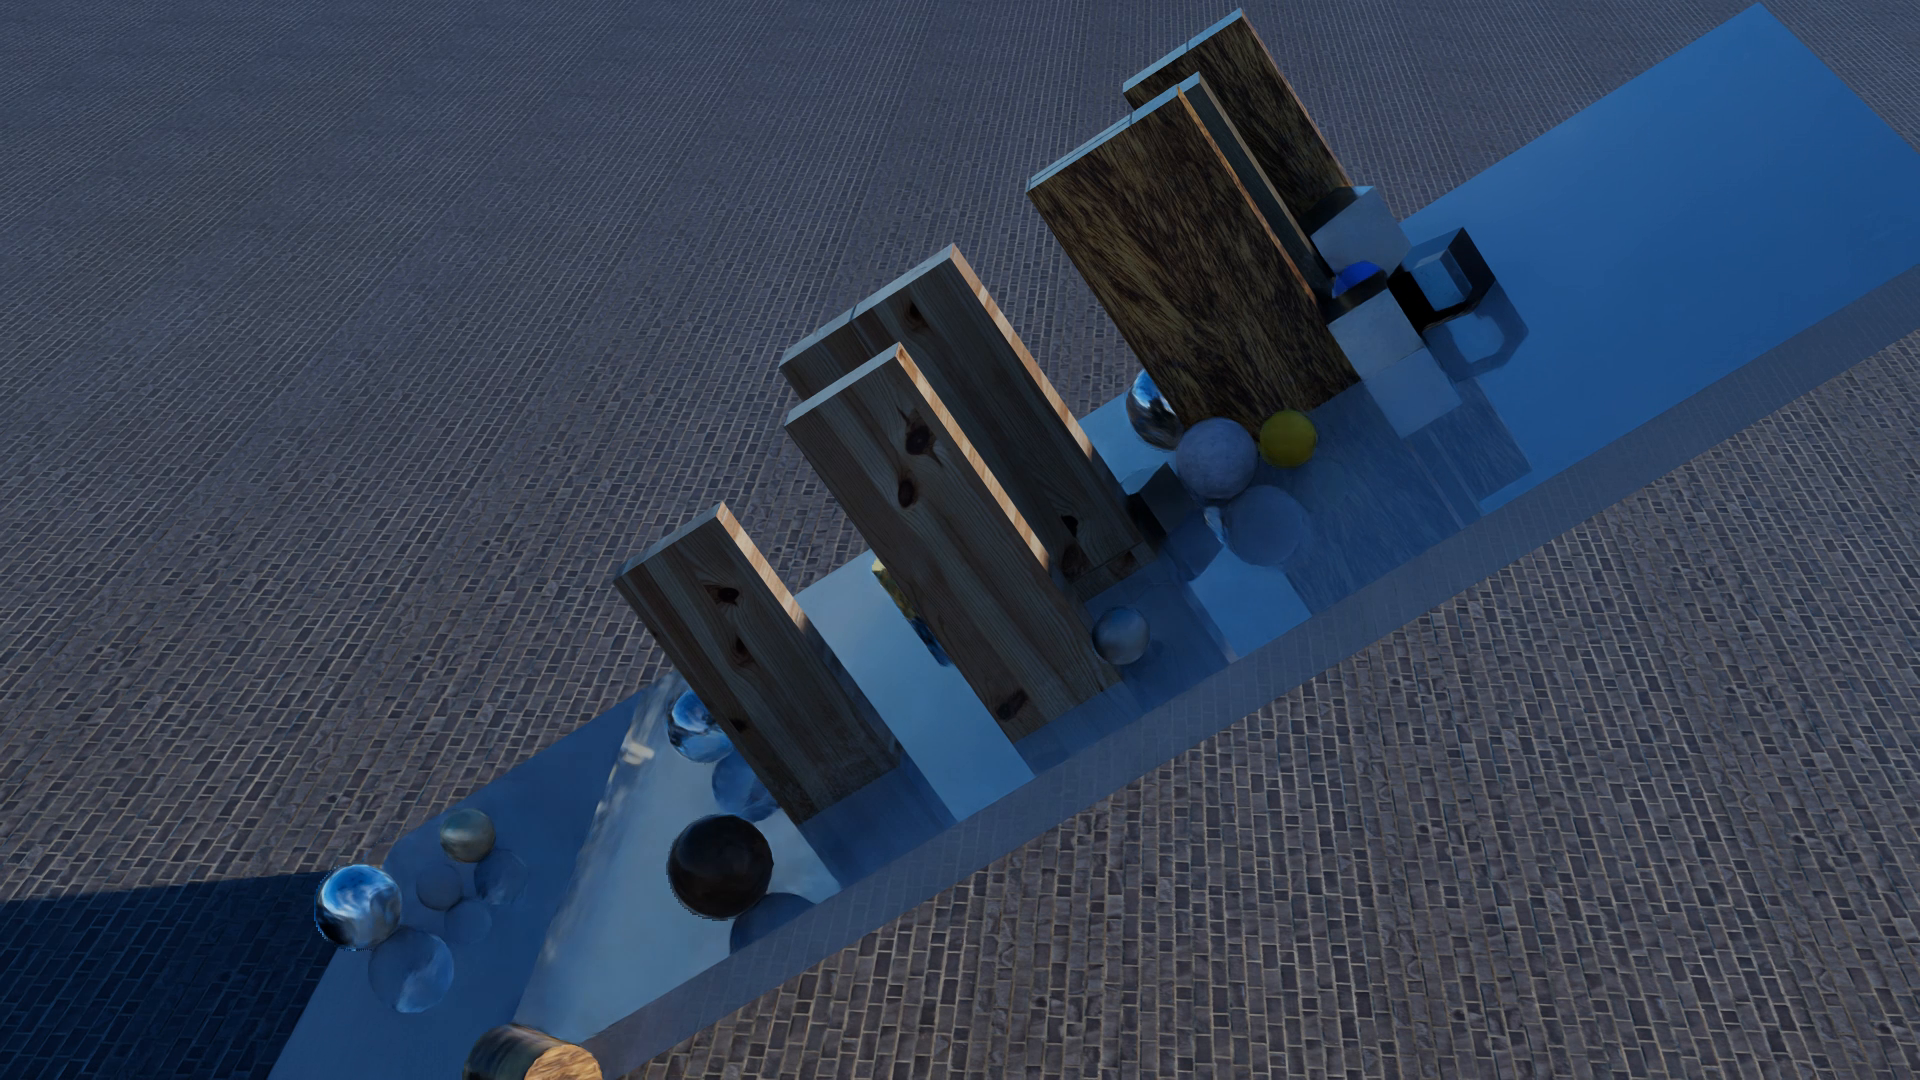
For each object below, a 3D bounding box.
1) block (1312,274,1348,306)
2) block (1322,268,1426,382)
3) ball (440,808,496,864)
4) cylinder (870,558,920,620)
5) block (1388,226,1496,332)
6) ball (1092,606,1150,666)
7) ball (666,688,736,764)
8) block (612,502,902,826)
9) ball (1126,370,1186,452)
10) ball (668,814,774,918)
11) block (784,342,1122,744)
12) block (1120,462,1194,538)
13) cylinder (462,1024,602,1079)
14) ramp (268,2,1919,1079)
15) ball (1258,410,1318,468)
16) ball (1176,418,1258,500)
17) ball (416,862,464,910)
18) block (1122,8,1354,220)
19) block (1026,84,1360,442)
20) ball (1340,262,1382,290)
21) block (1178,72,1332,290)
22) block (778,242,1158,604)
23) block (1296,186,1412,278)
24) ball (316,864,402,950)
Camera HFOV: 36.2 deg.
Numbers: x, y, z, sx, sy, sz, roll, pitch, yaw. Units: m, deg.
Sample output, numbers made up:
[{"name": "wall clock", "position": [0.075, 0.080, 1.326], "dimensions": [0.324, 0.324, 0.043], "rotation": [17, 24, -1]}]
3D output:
[{"name": "block", "position": [0.794, -0.468, 6.372], "dimensions": [0.130, 0.130, 0.130], "rotation": [-31, 15, 25]}, {"name": "block", "position": [0.863, -0.448, 6.140], "dimensions": [0.148, 0.148, 0.148], "rotation": [-31, 16, 14]}, {"name": "ball", "position": [-1.181, 0.710, 7.058], "dimensions": [0.133, 0.133, 0.133], "rotation": [0, 21, 0]}, {"name": "cylinder", "position": [-0.106, 0.082, 6.638], "dimensions": [0.138, 0.138, 0.138], "rotation": [-33, 15, 10]}, {"name": "block", "position": [1.008, -0.545, 6.147], "dimensions": [0.135, 0.135, 0.135], "rotation": [-20, 21, 44]}, {"name": "ball", "position": [0.297, 0.177, 5.423], "dimensions": [0.108, 0.108, 0.108], "rotation": [0, 21, 0]}, {"name": "ball", "position": [-0.568, 0.411, 6.568], "dimensions": [0.173, 0.173, 0.173], "rotation": [0, 21, 0]}, {"name": "block", "position": [-0.397, 0.249, 5.820], "dimensions": [0.253, 0.626, 0.087], "rotation": [-31, 16, 14]}, {"name": "ball", "position": [0.466, -0.296, 6.427], "dimensions": [0.204, 0.204, 0.204], "rotation": [0, 21, 0]}, {"name": "ball", "position": [-0.458, 0.624, 5.635], "dimensions": [0.200, 0.200, 0.200], "rotation": [0, 21, 0]}, {"name": "block", "position": [-0.006, 0.011, 5.462], "dimensions": [0.247, 0.751, 0.093], "rotation": [-31, 16, 14]}, {"name": "block", "position": [0.391, -0.075, 6.096], "dimensions": [0.112, 0.112, 0.112], "rotation": [-17, 23, 49]}, {"name": "cylinder", "position": [-0.786, 1.001, 5.412], "dimensions": [0.186, 0.186, 0.186], "rotation": [-18, 17, -39]}, {"name": "ramp", "position": [0.138, 0.172, 6.300], "dimensions": [4.000, 0.100, 2.000], "rotation": [-31, 16, 14]}, {"name": "ball", "position": [0.659, -0.204, 5.900], "dimensions": [0.117, 0.117, 0.117], "rotation": [0, 21, 0]}, {"name": "ball", "position": [0.522, -0.166, 5.974], "dimensions": [0.167, 0.167, 0.167], "rotation": [0, 21, 0]}, {"name": "ball", "position": [-1.218, 0.810, 6.876], "dimensions": [0.111, 0.111, 0.111], "rotation": [0, 21, 0]}, {"name": "block", "position": [0.689, -0.868, 6.826], "dimensions": [0.320, 0.647, 0.111], "rotation": [-31, 16, 14]}, {"name": "block", "position": [0.491, -0.544, 6.139], "dimensions": [0.369, 0.716, 0.114], "rotation": [-31, 16, 14]}, {"name": "ball", "position": [0.888, -0.556, 6.478], "dimensions": [0.115, 0.115, 0.115], "rotation": [0, 21, 0]}, {"name": "block", "position": [0.554, -0.669, 6.529], "dimensions": [0.351, 0.639, 0.120], "rotation": [-31, 16, 14]}, {"name": "block", "position": [0.022, -0.172, 5.954], "dimensions": [0.415, 0.751, 0.112], "rotation": [-31, 16, 14]}, {"name": "block", "position": [0.879, -0.669, 6.691], "dimensions": [0.192, 0.192, 0.192], "rotation": [-38, 15, -10]}, {"name": "ball", "position": [-1.424, 0.867, 6.968], "dimensions": [0.203, 0.203, 0.203], "rotation": [0, 21, 0]}]
